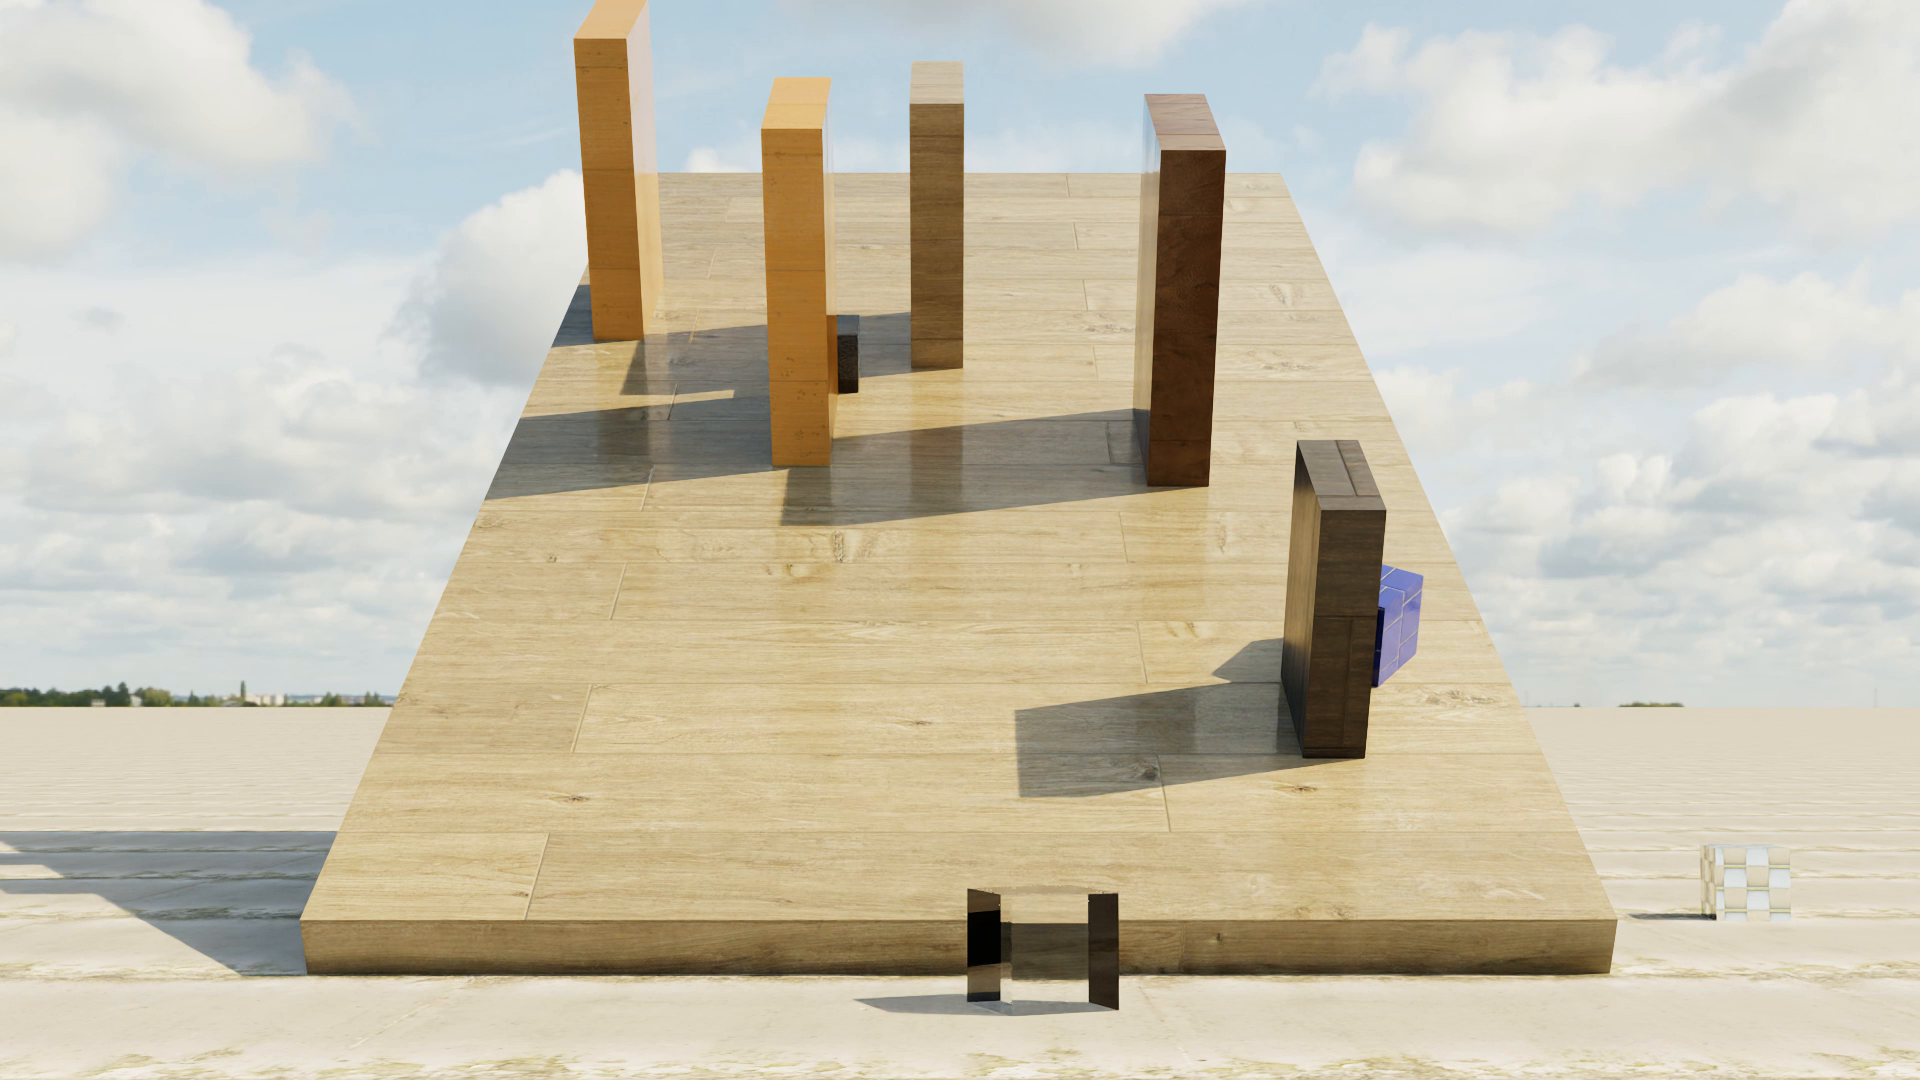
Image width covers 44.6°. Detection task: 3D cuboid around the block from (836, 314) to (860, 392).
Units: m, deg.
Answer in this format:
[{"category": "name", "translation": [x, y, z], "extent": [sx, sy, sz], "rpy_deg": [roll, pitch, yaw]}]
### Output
[{"category": "block", "translation": [-0.311, -0.442, 5.552], "extent": [0.143, 0.143, 0.143], "rpy_deg": [0, 25, 0]}]

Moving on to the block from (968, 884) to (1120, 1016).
[{"category": "block", "translation": [0.113, 0.561, 3.222], "extent": [0.158, 0.158, 0.158], "rpy_deg": [2, -4, -22]}]

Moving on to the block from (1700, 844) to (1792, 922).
[{"category": "block", "translation": [1.518, 0.662, 4.533], "extent": [0.138, 0.138, 0.138], "rpy_deg": [0, -4, 5]}]

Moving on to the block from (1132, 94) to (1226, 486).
[{"category": "block", "translation": [0.468, -0.545, 5.074], "extent": [0.132, 0.740, 0.449], "rpy_deg": [0, 25, 0]}]

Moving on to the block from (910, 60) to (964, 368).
[{"category": "block", "translation": [-0.055, -0.796, 5.711], "extent": [0.126, 0.650, 0.406], "rpy_deg": [0, 25, 0]}]

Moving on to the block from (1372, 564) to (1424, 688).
[{"category": "block", "translation": [0.733, 0.146, 4.287], "extent": [0.161, 0.161, 0.161], "rpy_deg": [17, 30, 31]}]

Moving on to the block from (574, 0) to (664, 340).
[{"category": "block", "translation": [-0.850, -0.934, 5.878], "extent": [0.125, 0.754, 0.440], "rpy_deg": [0, 25, 0]}]

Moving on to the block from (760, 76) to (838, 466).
[{"category": "block", "translation": [-0.347, -0.595, 5.163], "extent": [0.126, 0.752, 0.430], "rpy_deg": [0, 25, 0]}]

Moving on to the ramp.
[{"category": "ramp", "translation": [-0.009, -0.229, 5.387], "extent": [2.000, 0.100, 4.000], "rpy_deg": [0, 25, 0]}]

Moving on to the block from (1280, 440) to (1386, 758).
[{"category": "block", "translation": [0.637, 0.099, 4.027], "extent": [0.106, 0.465, 0.295], "rpy_deg": [0, 25, 0]}]
